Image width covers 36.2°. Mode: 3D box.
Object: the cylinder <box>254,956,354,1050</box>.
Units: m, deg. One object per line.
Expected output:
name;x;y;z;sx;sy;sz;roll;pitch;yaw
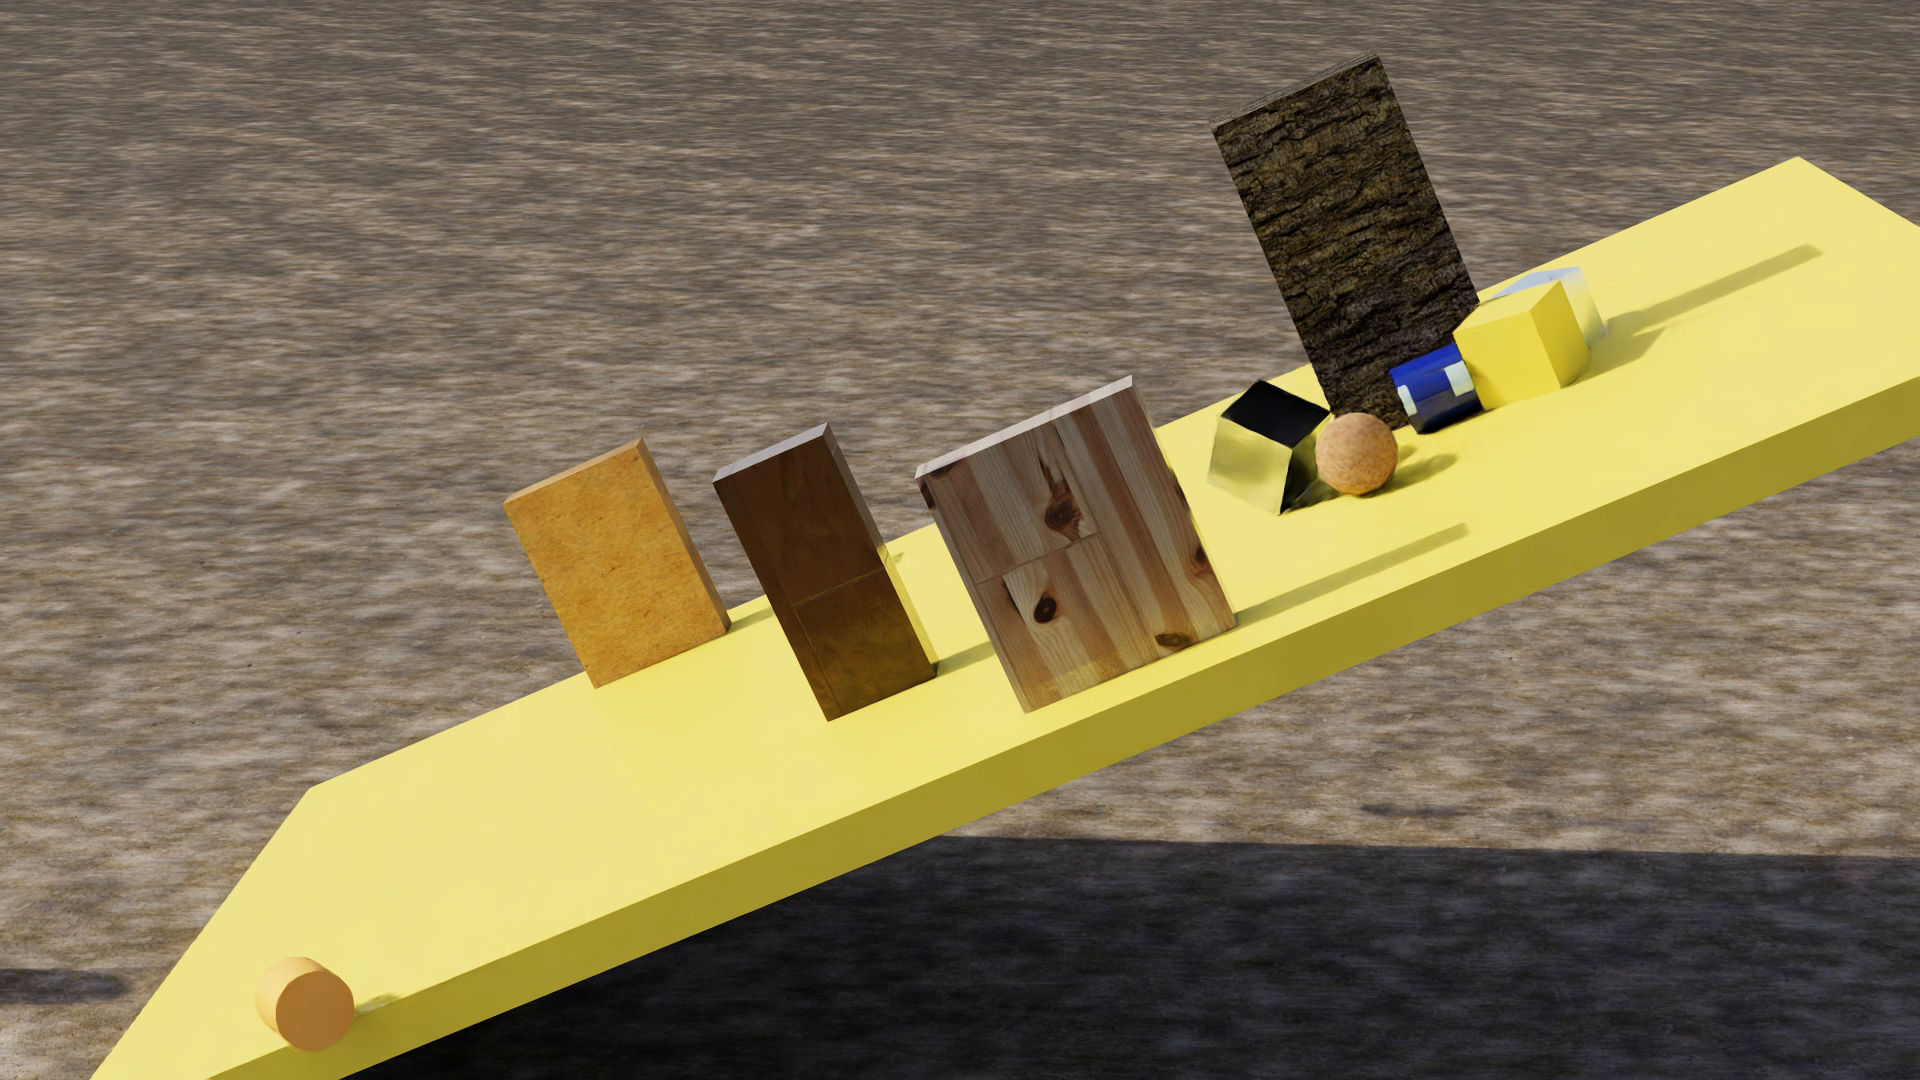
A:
cylinder;-1.219;0.860;5.468;0.148;0.148;0.148;-8;7;-27

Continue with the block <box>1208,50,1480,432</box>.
block;0.841;-0.609;6.185;0.371;0.741;0.147;-23;13;8

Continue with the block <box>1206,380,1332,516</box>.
block;0.632;-0.189;6.011;0.171;0.171;0.171;26;42;23

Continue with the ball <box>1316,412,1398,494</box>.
ball;0.788;-0.171;5.839;0.163;0.163;0.163;0;15;0

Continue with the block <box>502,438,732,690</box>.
block;-0.829;0.058;7.140;0.359;0.508;0.097;-23;13;8

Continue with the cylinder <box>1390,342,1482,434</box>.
cylinder;0.984;-0.314;6.087;0.146;0.146;0.146;-23;12;9

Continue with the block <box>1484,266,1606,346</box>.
block;1.231;-0.466;6.209;0.158;0.158;0.158;-31;14;-26

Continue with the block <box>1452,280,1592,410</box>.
block;1.155;-0.400;6.040;0.179;0.179;0.179;-15;16;38

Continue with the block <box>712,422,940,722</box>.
block;-0.269;0.067;5.971;0.244;0.550;0.116;-23;13;8

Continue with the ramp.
ramp;0.132;0.170;6.284;4.000;0.100;2.000;-23;13;8

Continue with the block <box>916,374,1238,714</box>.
block;0.217;0.011;5.418;0.430;0.493;0.095;-23;13;8
